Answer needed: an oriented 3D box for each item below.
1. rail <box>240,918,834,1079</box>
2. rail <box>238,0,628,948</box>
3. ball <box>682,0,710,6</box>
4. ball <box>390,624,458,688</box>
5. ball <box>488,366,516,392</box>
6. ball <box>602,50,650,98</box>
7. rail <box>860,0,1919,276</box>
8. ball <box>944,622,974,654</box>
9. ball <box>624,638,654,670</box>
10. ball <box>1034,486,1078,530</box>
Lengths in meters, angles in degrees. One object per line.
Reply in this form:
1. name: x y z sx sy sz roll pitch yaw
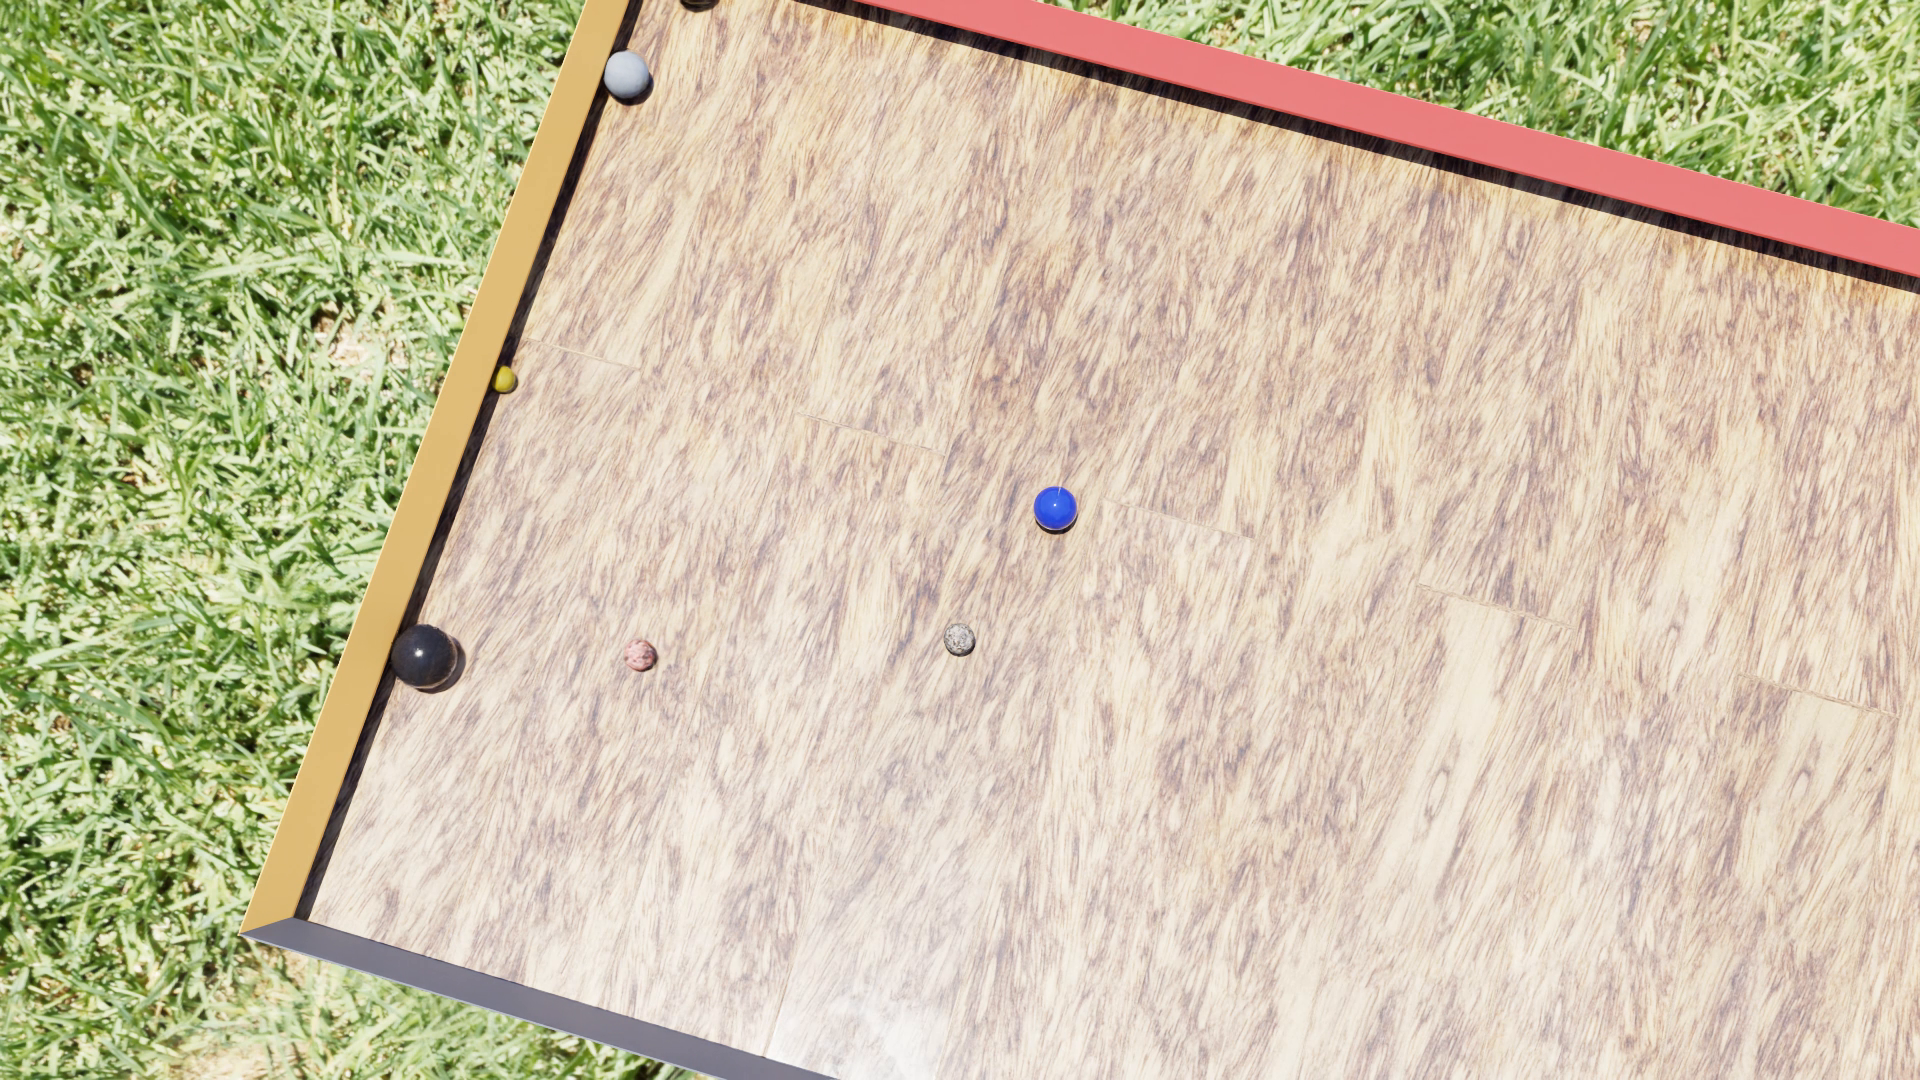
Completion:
1. rail: 0.547 0.988 3.052 3.252 0.126 0.045 16 75 4
2. rail: -0.758 -0.220 3.389 0.045 0.126 1.731 16 75 4
3. ball: -0.434 -0.915 3.612 0.074 0.074 0.074 0 74 0
4. ball: -0.803 0.175 3.295 0.097 0.097 0.097 0 74 0
5. ball: -0.717 -0.252 3.443 0.042 0.042 0.042 0 74 0
6. ball: -0.541 -0.754 3.566 0.075 0.075 0.075 0 74 0
7. rail: 1.015 -0.571 3.487 3.252 0.126 0.045 16 75 4
8. ball: -0.001 0.149 3.328 0.048 0.048 0.048 0 74 0
9. ball: -0.484 0.173 3.321 0.047 0.047 0.047 0 74 0
10. ball: 0.146 -0.049 3.372 0.068 0.068 0.068 0 74 0
